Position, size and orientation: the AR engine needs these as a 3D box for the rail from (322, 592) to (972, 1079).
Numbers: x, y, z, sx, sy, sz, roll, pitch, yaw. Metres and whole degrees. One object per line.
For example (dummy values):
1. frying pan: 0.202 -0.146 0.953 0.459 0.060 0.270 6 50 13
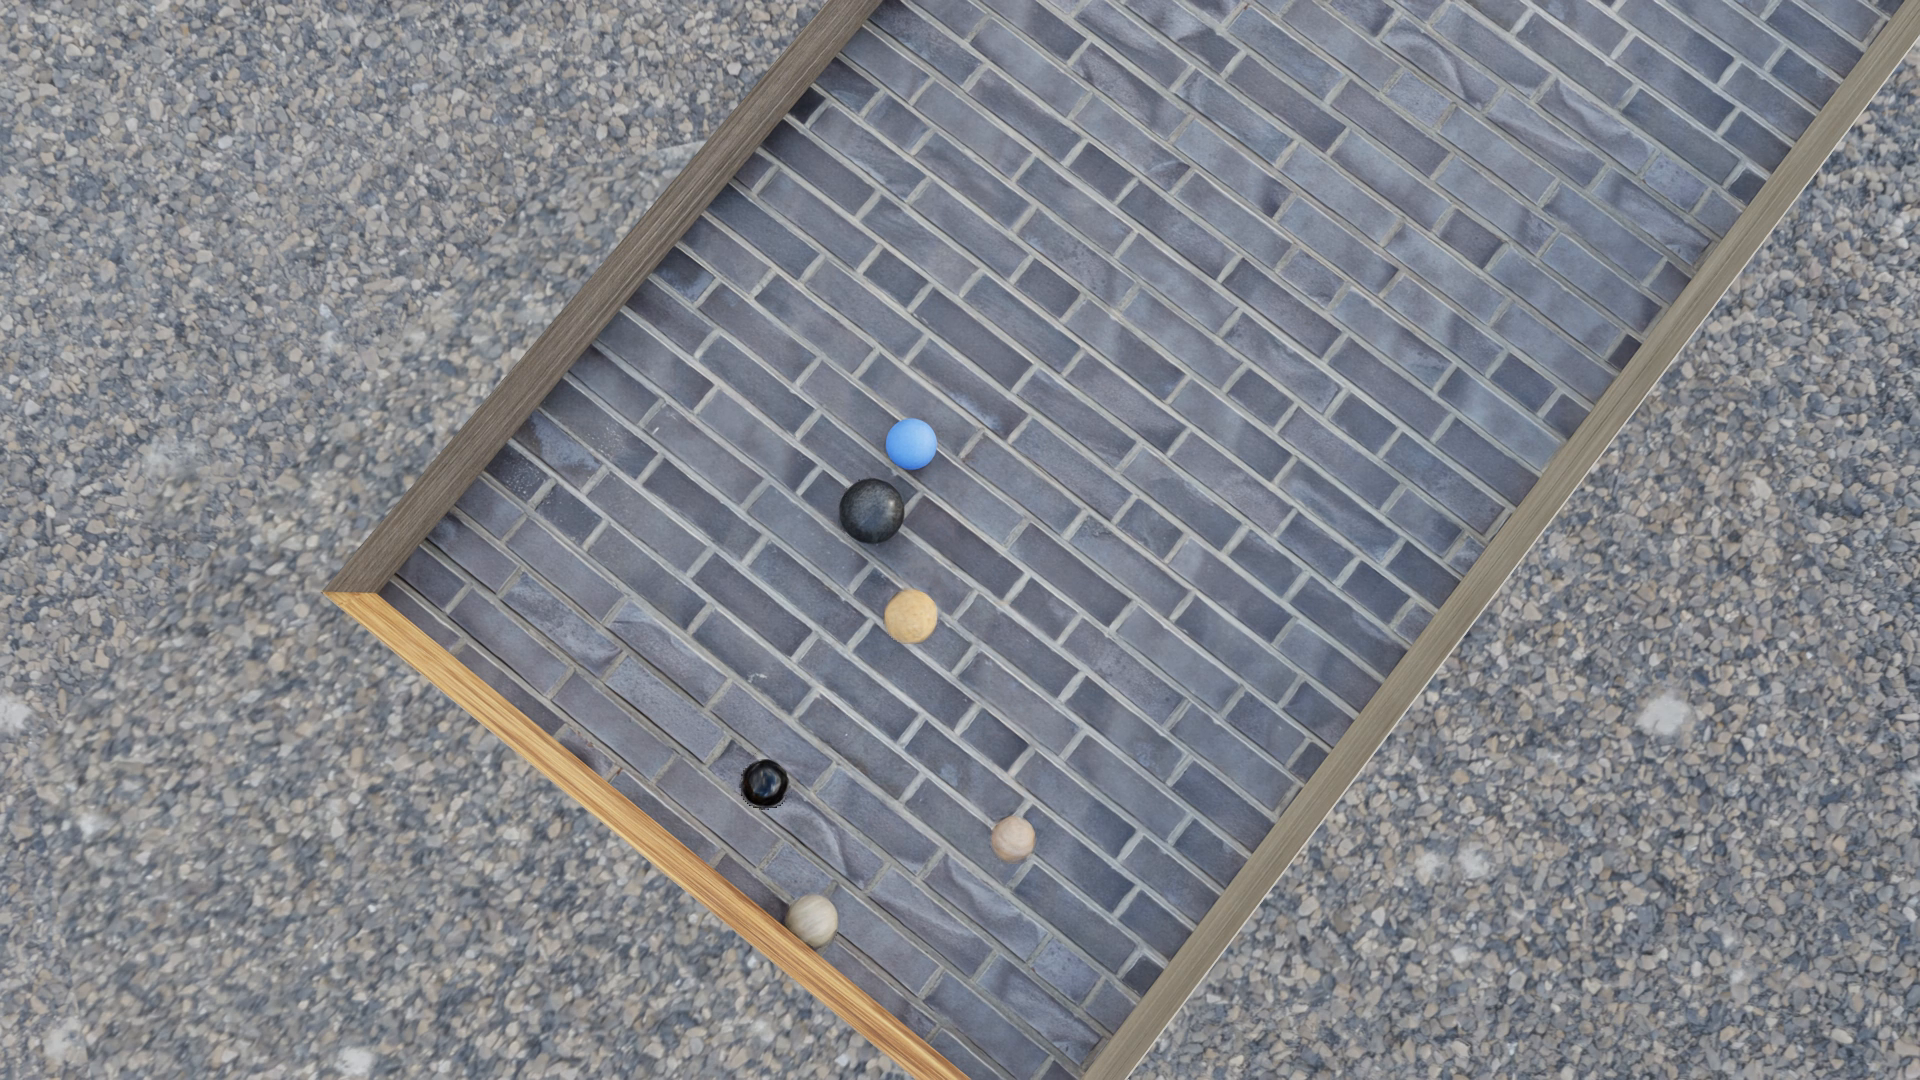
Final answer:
1. rail: -0.388 0.476 3.170 1.332 0.128 0.045 38 82 6

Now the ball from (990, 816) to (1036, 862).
1. ball: 0.078 0.436 3.209 0.066 0.066 0.066 0 80 0

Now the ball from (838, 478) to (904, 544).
1. ball: -0.132 -0.043 3.279 0.098 0.098 0.098 0 80 0

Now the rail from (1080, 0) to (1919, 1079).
1. rail: 0.906 -0.110 3.275 0.045 0.128 2.591 38 82 6

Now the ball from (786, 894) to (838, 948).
1. ball: -0.215 0.551 3.184 0.076 0.076 0.076 0 80 0

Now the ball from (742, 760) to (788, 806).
1. ball: -0.285 0.356 3.222 0.069 0.069 0.069 0 80 0

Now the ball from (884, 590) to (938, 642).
1. ball: -0.072 0.112 3.261 0.079 0.079 0.079 0 80 0

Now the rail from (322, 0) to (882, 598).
1. rail: -0.099 -0.897 3.417 0.045 0.128 2.591 38 82 6

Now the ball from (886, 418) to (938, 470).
1. ball: -0.073 -0.144 3.308 0.078 0.078 0.078 0 80 0
